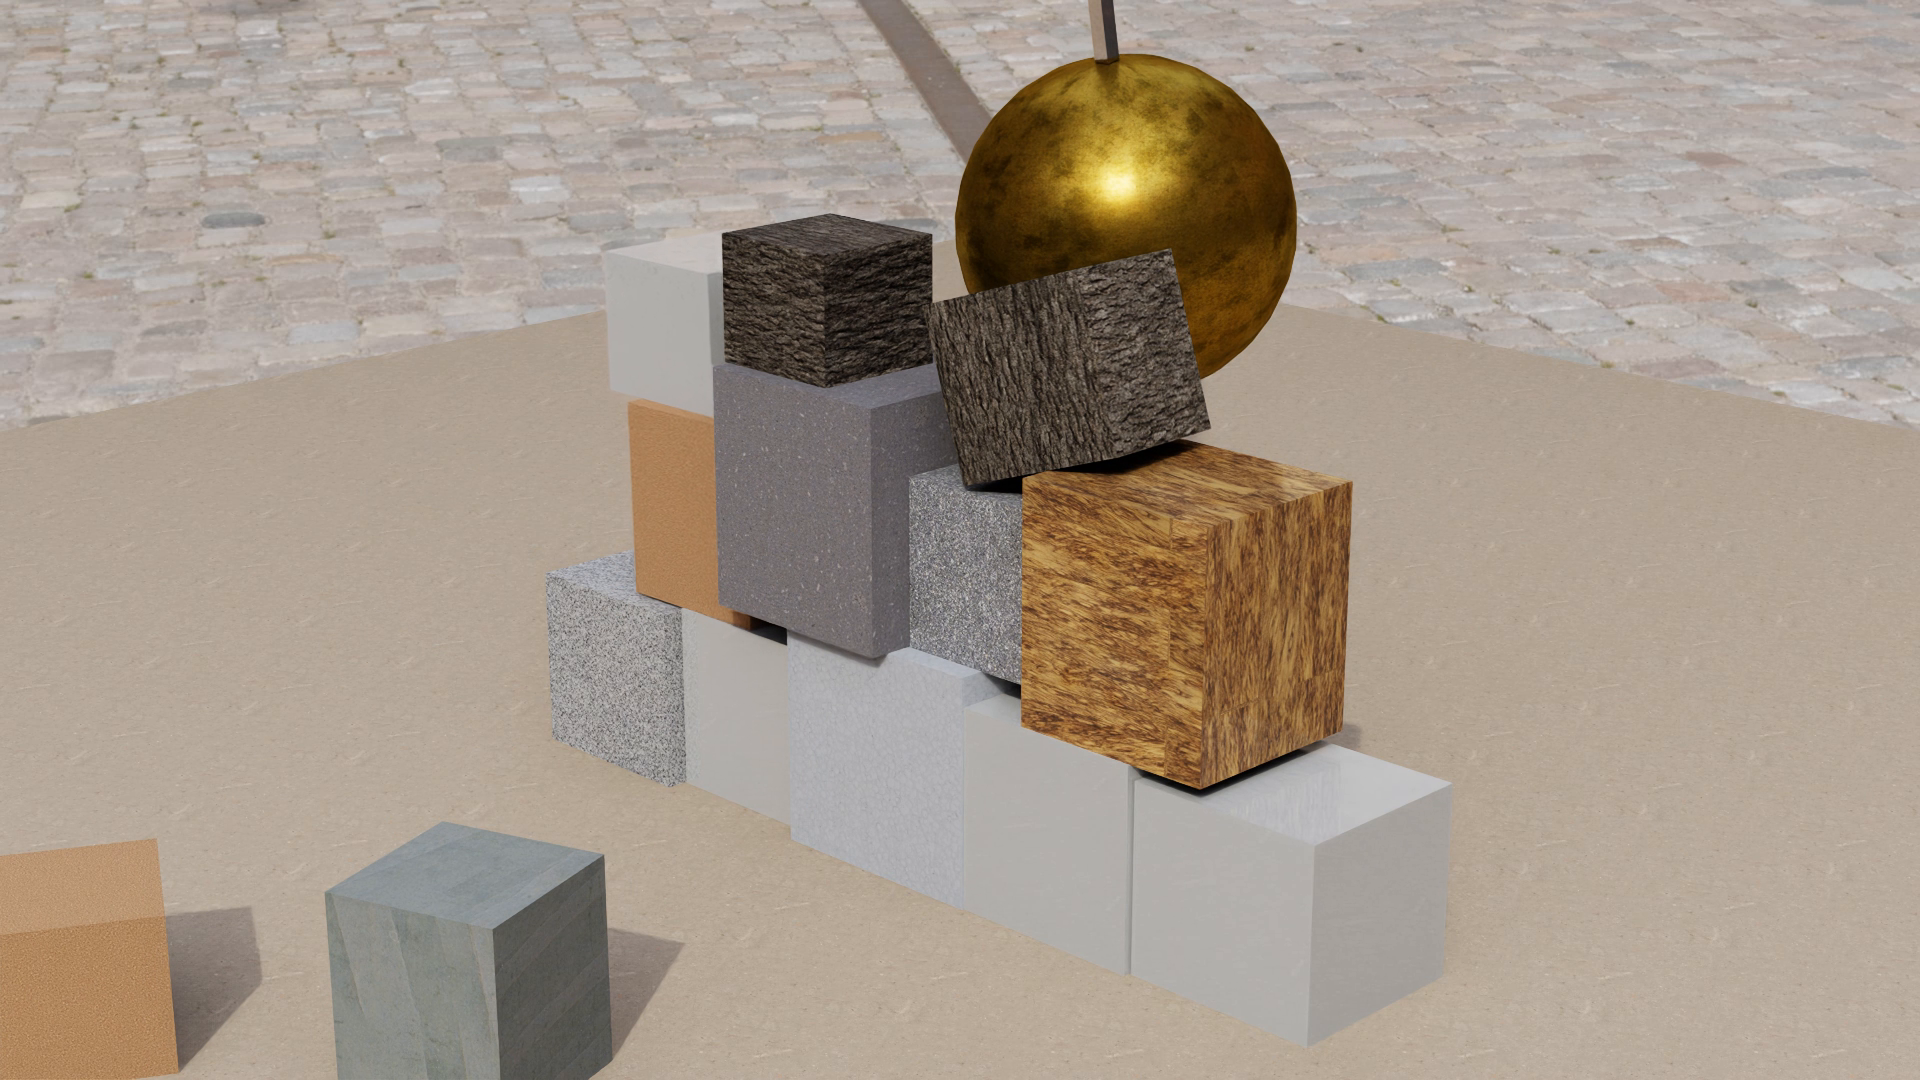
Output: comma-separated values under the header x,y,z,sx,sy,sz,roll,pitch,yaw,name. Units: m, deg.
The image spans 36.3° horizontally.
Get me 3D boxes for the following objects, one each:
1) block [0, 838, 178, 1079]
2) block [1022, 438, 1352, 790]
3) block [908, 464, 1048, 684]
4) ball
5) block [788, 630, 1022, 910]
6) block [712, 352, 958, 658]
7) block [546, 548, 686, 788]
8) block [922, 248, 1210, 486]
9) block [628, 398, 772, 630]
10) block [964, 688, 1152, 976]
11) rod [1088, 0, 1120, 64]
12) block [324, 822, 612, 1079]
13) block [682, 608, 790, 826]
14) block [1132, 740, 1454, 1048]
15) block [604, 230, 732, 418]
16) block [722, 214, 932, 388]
x,y,z,sx,sy,sz,roll,pitch,yaw,name
-3.568,1.707,11.776,0.748,0.682,0.792,-5,18,-16,block
0.950,0.278,12.404,1.006,1.112,0.939,17,24,42,block
0.325,0.101,13.024,0.780,0.796,0.776,17,24,42,block
0.774,-1.464,13.693,1.600,1.600,1.600,0,17,0,ball
-0.042,0.900,13.646,1.131,1.101,1.008,16,24,42,block
-0.359,-0.251,13.564,1.125,1.144,1.052,-17,24,-42,block
-1.402,0.585,14.988,1.027,0.896,0.938,-17,24,-42,block
0.462,-0.744,12.640,0.836,0.797,0.714,-10,5,39,block
-1.011,-0.209,14.348,0.826,0.968,0.861,-17,23,-42,block
0.704,1.189,12.961,0.983,0.960,0.963,-17,24,-42,block
0.335,-4.522,12.272,0.080,5.200,0.080,17,34,42,rod
-1.899,1.708,11.419,0.764,0.894,0.763,8,19,25,block
-0.751,0.771,14.370,0.832,0.912,0.873,-17,24,-42,block
1.388,1.429,12.321,0.919,0.885,0.950,-17,24,-42,block
-1.170,-1.074,14.347,0.783,0.694,0.807,-16,22,-41,block
-0.602,-1.100,13.359,0.663,0.600,0.688,-16,24,-42,block
